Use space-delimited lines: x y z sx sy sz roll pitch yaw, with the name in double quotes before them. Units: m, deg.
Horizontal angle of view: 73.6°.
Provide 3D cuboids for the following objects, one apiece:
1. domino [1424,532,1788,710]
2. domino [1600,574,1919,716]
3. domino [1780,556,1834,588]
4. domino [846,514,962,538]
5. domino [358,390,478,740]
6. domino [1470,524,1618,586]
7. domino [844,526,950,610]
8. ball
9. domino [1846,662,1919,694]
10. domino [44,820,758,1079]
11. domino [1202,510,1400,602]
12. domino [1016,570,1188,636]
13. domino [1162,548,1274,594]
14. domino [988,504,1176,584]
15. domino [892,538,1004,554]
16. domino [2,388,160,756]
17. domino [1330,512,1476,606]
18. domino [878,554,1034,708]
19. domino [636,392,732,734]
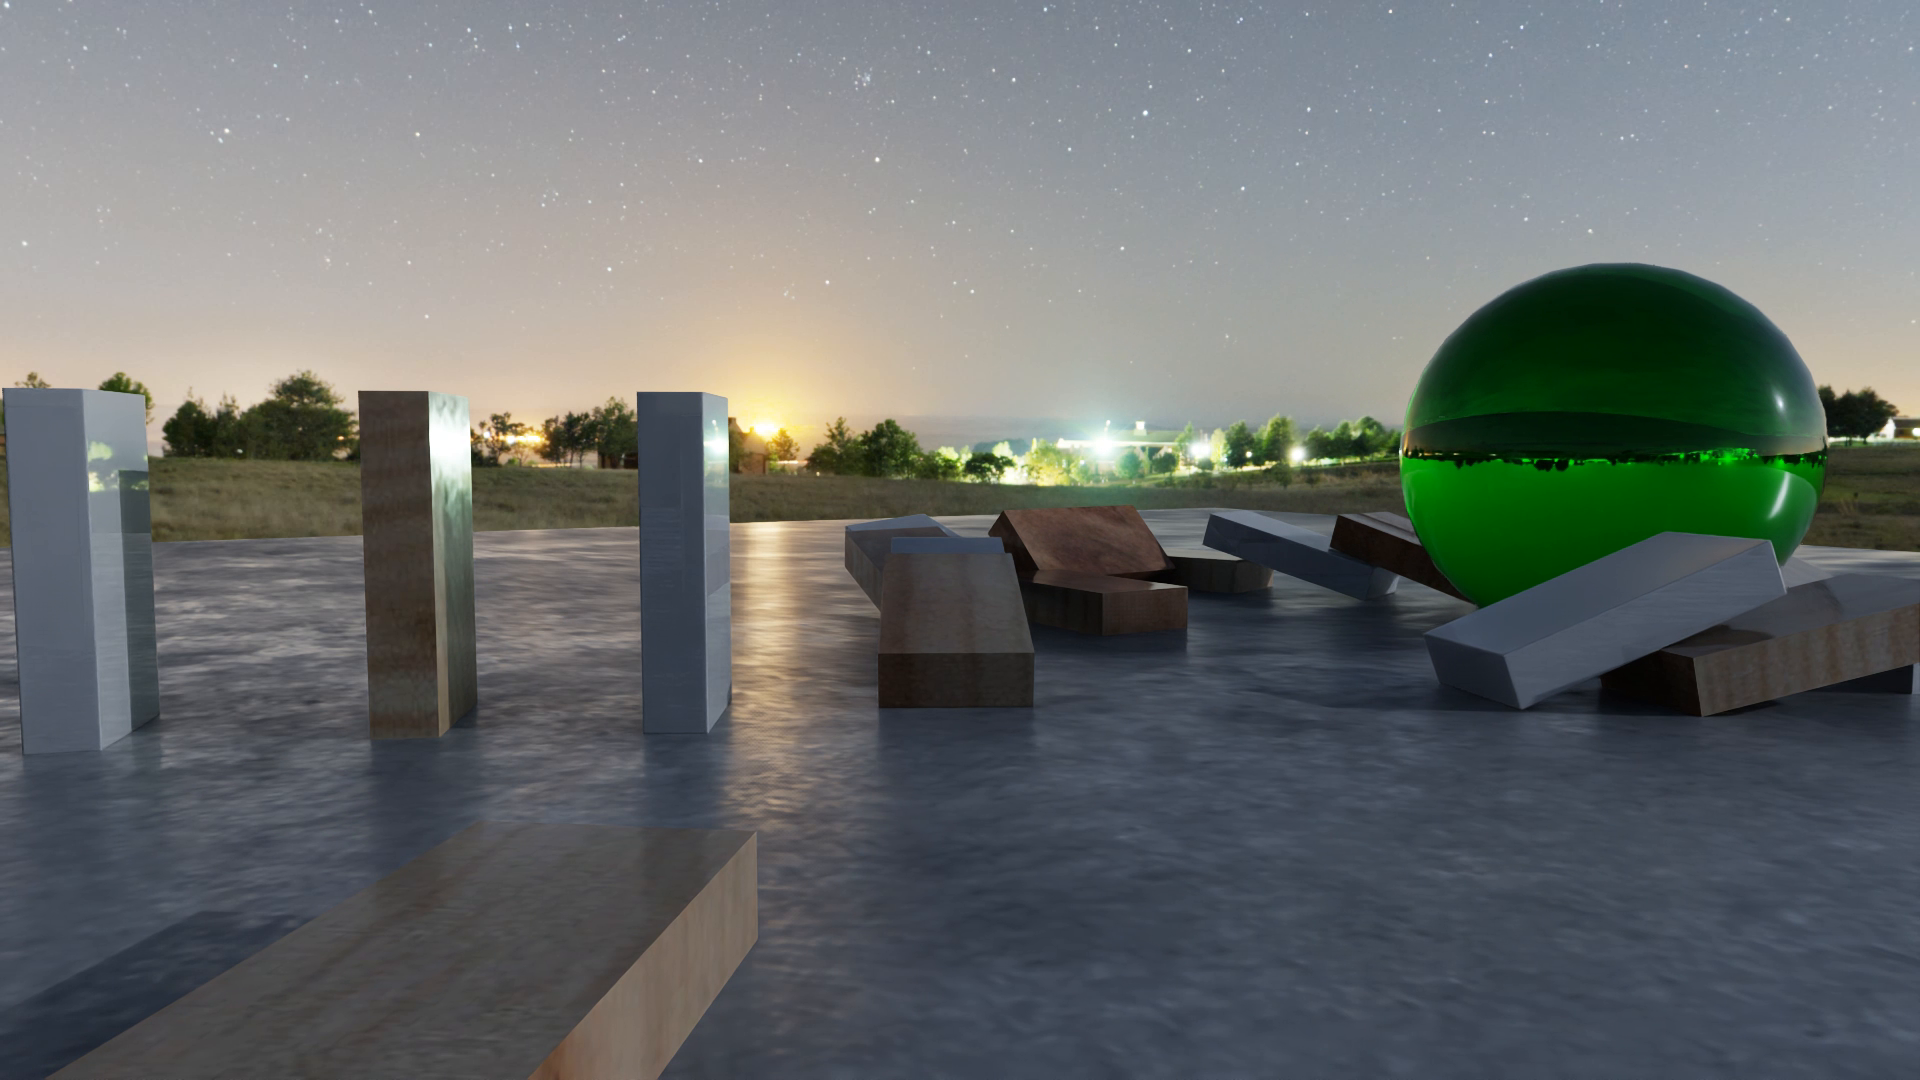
"domino" 0.109 0.013 0.219 0.050 0.009 0.025 -22 7 -7
"domino" 0.137 0.017 0.215 0.050 0.009 0.025 -12 6 -6
"domino" 0.179 0.010 0.284 0.025 0.010 0.050 9 15 3
"domino" -0.012 0.005 0.359 0.025 0.009 0.050 -9 19 -23
"domino" -0.082 0.003 0.196 0.009 0.050 0.025 -1 4 -9
"domino" 0.156 0.008 0.316 0.025 0.009 0.050 -2 19 -33
"domino" -0.010 0.009 0.312 0.025 0.009 0.050 -3 18 -19
"ball" 0.134 -0.018 0.270 0.080 0.080 0.080 0 4 0
"domino" 0.182 0.020 0.237 0.050 0.009 0.025 -1 4 -16
"domino" -0.033 0.031 0.087 0.025 0.010 0.050 1 4 7
"domino" 0.099 0.004 0.370 0.050 0.009 0.025 21 16 34
"domino" 0.029 0.014 0.312 0.025 0.009 0.050 -3 5 -32
"domino" 0.067 0.009 0.390 0.050 0.010 0.025 3 5 38
"domino" 0.035 0.003 0.362 0.050 0.025 0.009 -3 -40 -38
"domino" -0.002 0.012 0.270 0.025 0.009 0.050 0 18 -2
"domino" -0.127 0.004 0.187 0.009 0.050 0.025 -1 4 -16
"domino" 0.130 0.005 0.349 0.025 0.009 0.050 -4 22 -40
"domino" -0.001 0.015 0.230 0.025 0.009 0.050 0 18 -2
"domino" -0.042 0.003 0.199 0.009 0.050 0.025 0 4 -2
